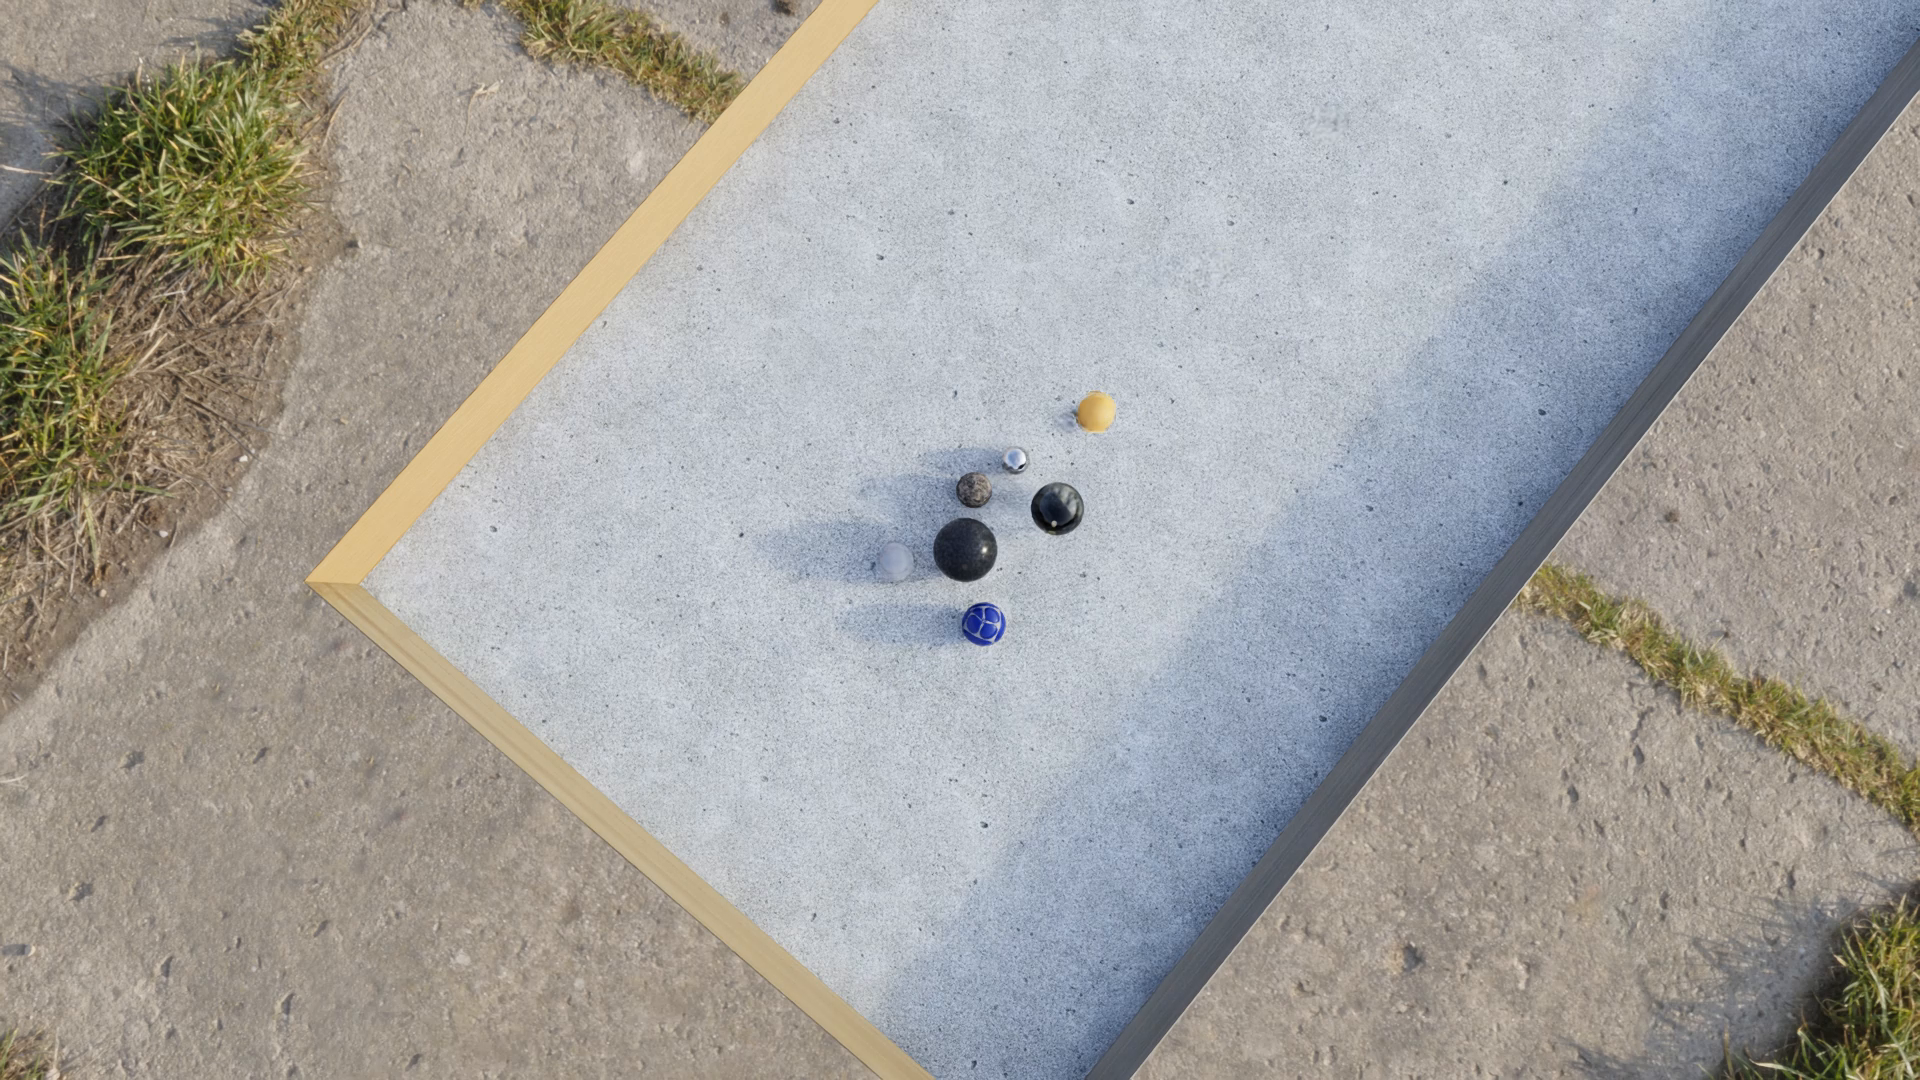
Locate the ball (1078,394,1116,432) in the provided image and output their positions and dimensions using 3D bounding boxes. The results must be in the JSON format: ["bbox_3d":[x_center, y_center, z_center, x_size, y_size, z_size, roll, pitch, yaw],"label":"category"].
[{"bbox_3d":[0.206,-0.192,3.323,0.057,0.057,0.057,0,80,0],"label":"ball"}]

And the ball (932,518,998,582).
[{"bbox_3d":[0.008,0.015,3.267,0.096,0.096,0.096,0,80,0],"label":"ball"}]

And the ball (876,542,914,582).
[{"bbox_3d":[-0.097,0.033,3.284,0.057,0.057,0.057,0,80,0],"label":"ball"}]

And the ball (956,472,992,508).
[{"bbox_3d":[0.021,-0.075,3.304,0.054,0.054,0.054,0,80,0],"label":"ball"}]

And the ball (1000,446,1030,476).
[{"bbox_3d":[0.083,-0.120,3.317,0.045,0.045,0.045,0,80,0],"label":"ball"}]

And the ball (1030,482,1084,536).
[{"bbox_3d":[0.146,-0.047,3.286,0.081,0.081,0.081,0,80,0],"label":"ball"}]

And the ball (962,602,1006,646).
[{"bbox_3d":[0.035,0.125,3.263,0.067,0.067,0.067,0,80,0],"label":"ball"}]

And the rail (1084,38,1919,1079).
[{"bbox_3d":[0.934,-0.096,3.271,0.045,0.125,2.674,39,82,6],"label":"rail"}]

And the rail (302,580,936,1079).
[{"bbox_3d":[-0.413,0.483,3.169,1.364,0.125,0.045,39,82,6],"label":"rail"}]

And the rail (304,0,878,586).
[{"bbox_3d":[-0.078,-0.926,3.416,0.045,0.125,2.674,39,82,6],"label":"rail"}]
